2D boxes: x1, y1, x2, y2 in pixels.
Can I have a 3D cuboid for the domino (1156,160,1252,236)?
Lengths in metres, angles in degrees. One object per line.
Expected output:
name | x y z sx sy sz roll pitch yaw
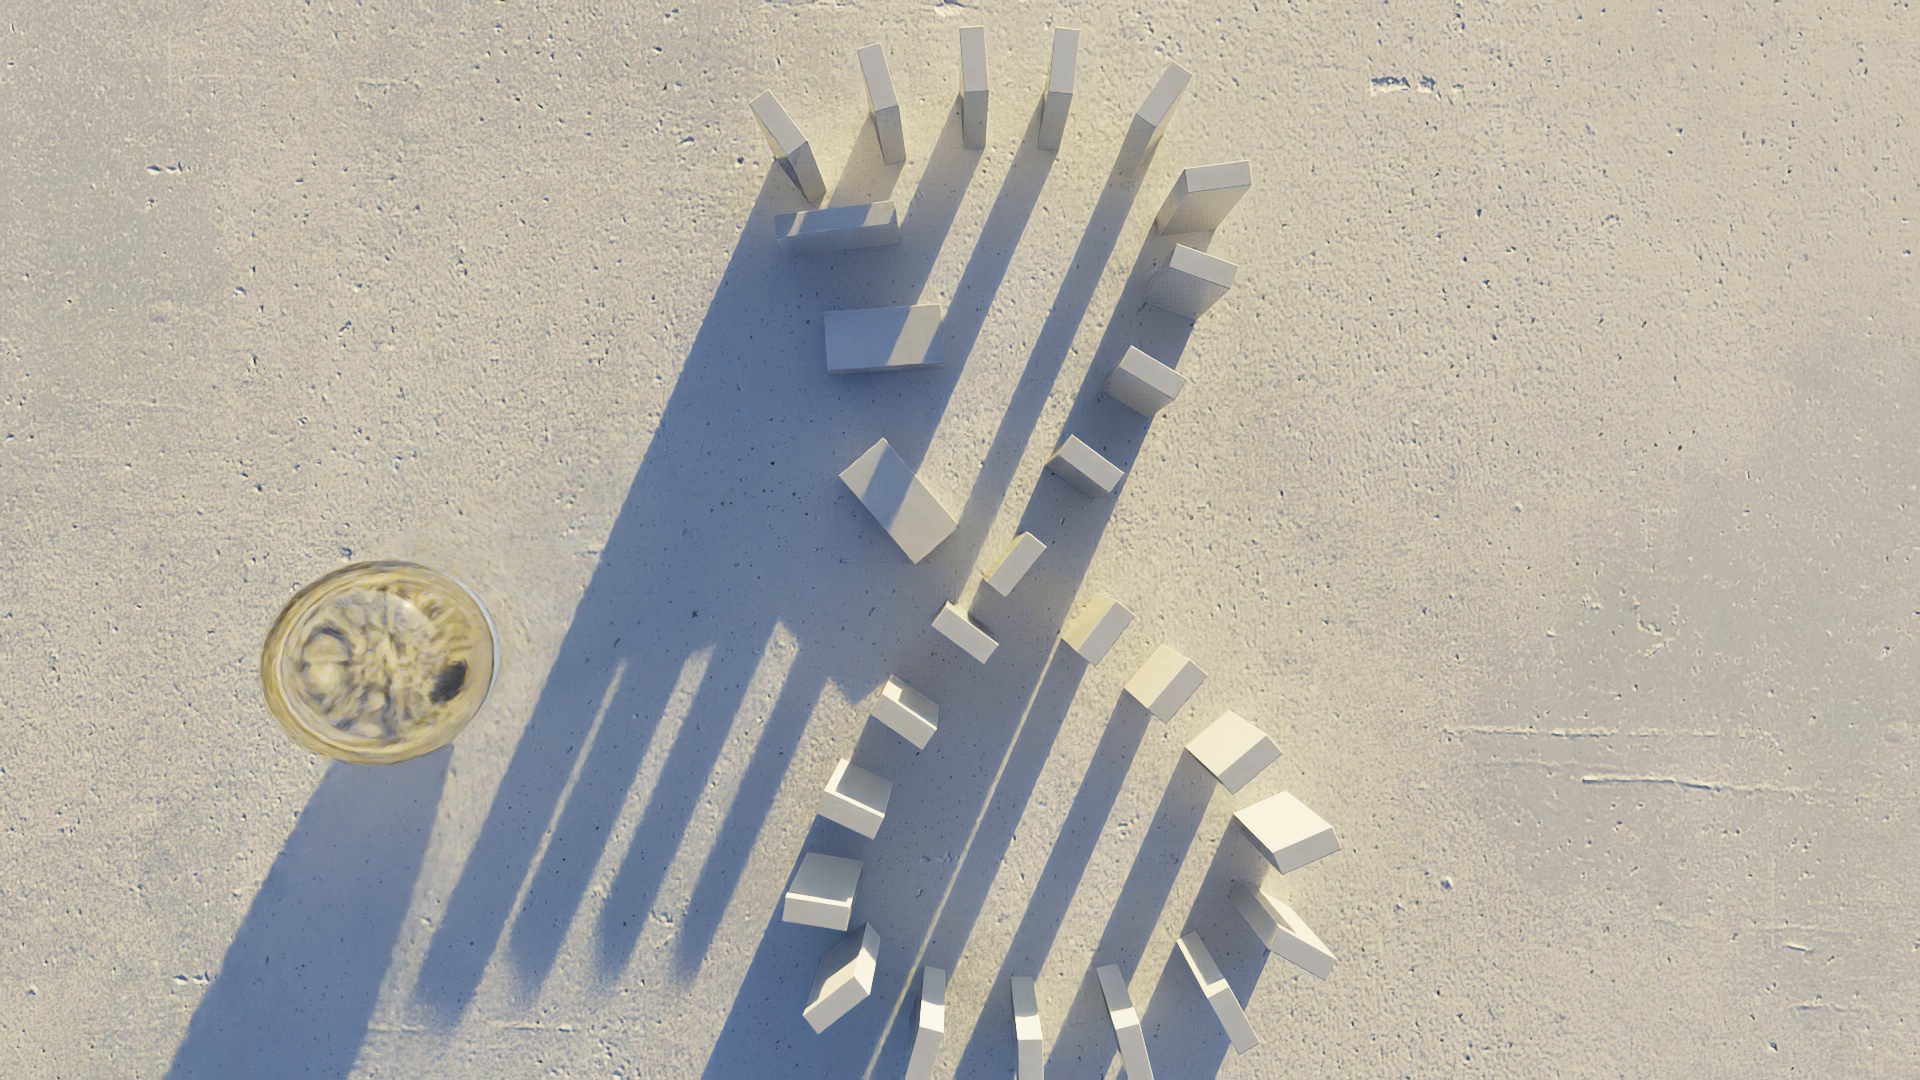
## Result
domino | 0.099 -0.139 0.375 0.025 0.050 0.009 -8 90 0

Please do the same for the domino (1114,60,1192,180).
domino | 0.078 -0.170 0.375 0.010 0.050 0.025 35 90 0

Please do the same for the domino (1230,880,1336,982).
domino | 0.131 0.158 0.375 0.025 0.050 0.010 29 90 0

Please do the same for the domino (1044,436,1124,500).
domino | 0.050 -0.029 0.375 0.025 0.050 0.010 37 90 0

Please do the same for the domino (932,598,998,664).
domino | 0.002 0.036 0.375 0.025 0.050 0.010 37 90 0

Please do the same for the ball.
ball | -0.225 0.047 0.360 0.080 0.080 0.080 0 90 0

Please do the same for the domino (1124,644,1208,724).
domino | 0.083 0.058 0.375 0.010 0.050 0.025 41 90 0

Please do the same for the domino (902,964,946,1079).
domino | -0.014 0.199 0.375 0.010 0.050 0.025 16 90 0

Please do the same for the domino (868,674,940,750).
domino | -0.022 0.069 0.375 0.025 0.050 0.009 34 90 0

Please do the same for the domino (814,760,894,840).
domino | -0.042 0.105 0.375 0.025 0.050 0.009 25 90 0

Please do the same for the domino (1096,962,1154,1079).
domino | 0.067 0.198 0.375 0.009 0.050 0.025 -14 90 0

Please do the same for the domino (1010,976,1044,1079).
domino | 0.027 0.203 0.375 0.009 0.050 0.025 -1 90 0

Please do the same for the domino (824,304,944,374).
domino | -0.032 -0.087 0.395 0.050 0.010 0.025 -4 90 0

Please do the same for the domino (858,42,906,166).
domino | -0.031 -0.177 0.375 0.009 0.050 0.025 -16 90 0

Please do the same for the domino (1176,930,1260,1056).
domino | 0.105 0.184 0.375 0.009 0.050 0.025 -29 90 0

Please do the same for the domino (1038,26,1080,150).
domino | 0.040 -0.183 0.375 0.010 0.050 0.025 7 90 0

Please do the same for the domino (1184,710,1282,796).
domino | 0.111 0.086 0.375 0.025 0.050 0.009 -40 90 0

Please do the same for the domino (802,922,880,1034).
domino | -0.047 0.178 0.375 0.025 0.050 0.009 -38 90 0

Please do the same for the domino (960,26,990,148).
domino | 0.005 -0.184 0.375 0.010 0.050 0.025 -4 90 0

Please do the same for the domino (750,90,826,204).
domino | -0.069 -0.160 0.375 0.010 0.050 0.025 -37 90 0

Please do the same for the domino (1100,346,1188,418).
domino | 0.074 -0.064 0.375 0.025 0.050 0.010 31 90 0

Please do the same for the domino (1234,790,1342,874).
domino | 0.133 0.119 0.375 0.025 0.050 0.009 -23 90 0

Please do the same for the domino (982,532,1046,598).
domino | 0.022 0.009 0.375 0.009 0.050 0.025 39 90 0

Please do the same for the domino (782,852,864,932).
domino | -0.055 0.143 0.375 0.025 0.050 0.010 9 90 0

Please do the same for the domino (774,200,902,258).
domino | -0.051 -0.131 0.388 0.050 0.025 0.009 -7 90 0

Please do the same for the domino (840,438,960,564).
domino | -0.026 -0.017 0.395 0.025 0.010 0.050 -41 90 0

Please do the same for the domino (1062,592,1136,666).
domino | 0.056 0.036 0.375 0.009 0.050 0.025 38 90 0

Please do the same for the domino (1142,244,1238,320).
domino | 0.093 -0.105 0.375 0.025 0.050 0.009 20 90 0
